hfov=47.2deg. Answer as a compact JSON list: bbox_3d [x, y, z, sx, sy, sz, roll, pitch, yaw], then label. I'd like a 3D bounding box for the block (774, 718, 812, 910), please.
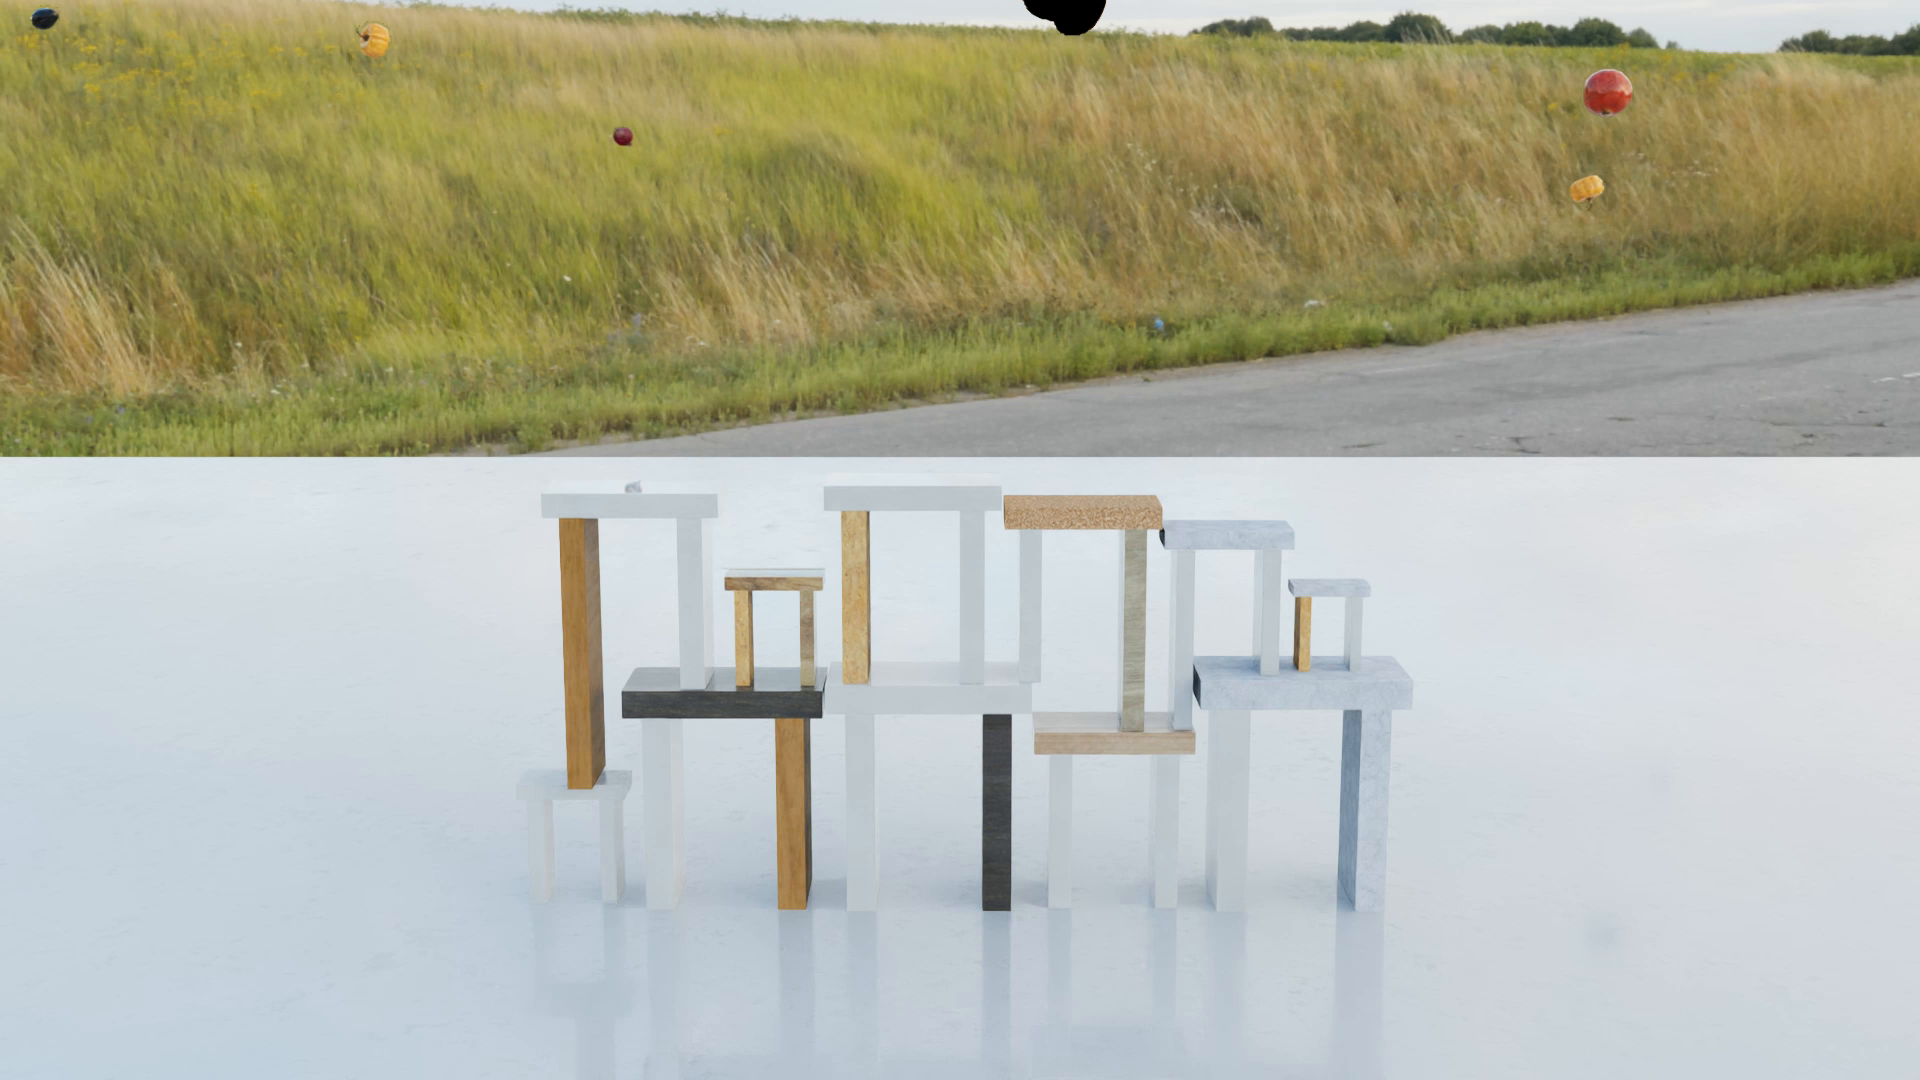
[{"bbox_3d":[-0.275,0.431,3.643,0.046,0.322,0.161,0,11,0],"label":"block"}]

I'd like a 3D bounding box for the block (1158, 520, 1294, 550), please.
[{"bbox_3d":[0.430,-0.009,3.557,0.207,0.029,0.103,0,11,0],"label":"block"}]

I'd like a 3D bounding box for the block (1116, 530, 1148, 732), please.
[{"bbox_3d":[0.280,0.135,3.585,0.035,0.331,0.125,0,11,0],"label":"block"}]

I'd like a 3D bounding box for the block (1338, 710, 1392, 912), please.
[{"bbox_3d":[0.668,0.424,3.636,0.048,0.339,0.170,0,11,0],"label":"block"}]

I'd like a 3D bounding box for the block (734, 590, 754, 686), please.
[{"bbox_3d":[-0.352,0.152,3.583,0.022,0.158,0.079,0,11,0],"label":"block"}]

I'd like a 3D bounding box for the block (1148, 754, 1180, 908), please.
[{"bbox_3d":[0.337,0.463,3.641,0.037,0.260,0.130,0,11,0],"label":"block"}]

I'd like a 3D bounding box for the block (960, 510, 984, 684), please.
[{"bbox_3d":[0.019,0.080,3.575,0.040,0.282,0.141,0,11,0],"label":"block"}]

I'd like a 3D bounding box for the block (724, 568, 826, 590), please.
[{"bbox_3d":[-0.299,0.063,3.567,0.158,0.022,0.079,0,11,0],"label":"block"}]

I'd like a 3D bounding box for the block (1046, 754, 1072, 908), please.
[{"bbox_3d":[0.164,0.463,3.641,0.037,0.260,0.130,0,11,0],"label":"block"}]

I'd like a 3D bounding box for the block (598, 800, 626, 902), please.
[{"bbox_3d":[-0.578,0.503,3.653,0.025,0.176,0.088,0,11,0],"label":"block"}]

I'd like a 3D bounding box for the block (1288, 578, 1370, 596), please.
[{"bbox_3d":[0.601,0.077,3.579,0.124,0.018,0.062,0,11,0],"label":"block"}]

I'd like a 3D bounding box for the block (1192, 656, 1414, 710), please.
[{"bbox_3d":[0.555,0.233,3.601,0.339,0.048,0.170,0,11,0],"label":"block"}]

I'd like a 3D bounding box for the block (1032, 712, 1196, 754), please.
[{"bbox_3d":[0.250,0.317,3.614,0.260,0.037,0.130,0,11,0],"label":"block"}]

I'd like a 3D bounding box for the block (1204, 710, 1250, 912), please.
[{"bbox_3d":[0.442,0.424,3.636,0.048,0.339,0.170,0,11,0],"label":"block"}]

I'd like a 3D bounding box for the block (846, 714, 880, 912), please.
[{"bbox_3d":[-0.161,0.427,3.638,0.047,0.331,0.166,0,11,0],"label":"block"}]

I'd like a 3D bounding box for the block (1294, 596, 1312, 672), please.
[{"bbox_3d":[0.559,0.147,3.592,0.018,0.124,0.062,0,11,0],"label":"block"}]

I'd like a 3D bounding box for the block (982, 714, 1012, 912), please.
[{"bbox_3d":[0.060,0.427,3.638,0.047,0.331,0.166,0,11,0],"label":"block"}]

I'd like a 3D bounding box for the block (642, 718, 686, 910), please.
[{"bbox_3d":[-0.489,0.431,3.643,0.046,0.322,0.161,0,11,0],"label":"block"}]

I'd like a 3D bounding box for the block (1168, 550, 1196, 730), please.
[{"bbox_3d":[0.361,0.152,3.586,0.029,0.297,0.103,0,11,0],"label":"block"}]

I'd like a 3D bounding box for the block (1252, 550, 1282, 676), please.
[{"bbox_3d":[0.499,0.108,3.578,0.029,0.207,0.104,0,11,0],"label":"block"}]

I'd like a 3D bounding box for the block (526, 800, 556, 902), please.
[{"bbox_3d":[-0.695,0.503,3.653,0.025,0.176,0.088,0,11,0],"label":"block"}]

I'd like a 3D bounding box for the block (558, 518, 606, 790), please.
[{"bbox_3d":[-0.616,0.172,3.593,0.040,0.446,0.140,0,11,0],"label":"block"}]

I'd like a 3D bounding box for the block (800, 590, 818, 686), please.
[{"bbox_3d":[-0.247,0.152,3.583,0.022,0.158,0.079,0,11,0],"label":"block"}]

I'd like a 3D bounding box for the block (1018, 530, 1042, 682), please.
[{"bbox_3d":[0.113,0.095,3.577,0.035,0.250,0.125,0,11,0],"label":"block"}]

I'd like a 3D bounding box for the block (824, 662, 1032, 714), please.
[{"bbox_3d":[-0.050,0.241,3.604,0.331,0.047,0.166,0,11,0],"label":"block"}]

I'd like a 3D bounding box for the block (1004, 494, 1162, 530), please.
[{"bbox_3d":[0.196,-0.045,3.551,0.250,0.035,0.125,0,11,0],"label":"block"}]

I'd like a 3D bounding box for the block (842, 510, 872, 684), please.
[{"bbox_3d":[-0.168,0.080,3.575,0.040,0.282,0.141,0,11,0],"label":"block"}]

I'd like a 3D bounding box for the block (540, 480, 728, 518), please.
[{"bbox_3d":[-0.523,-0.067,3.549,0.280,0.040,0.140,0,11,0],"label":"block"}]

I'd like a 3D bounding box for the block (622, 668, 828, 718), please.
[{"bbox_3d":[-0.382,0.250,3.610,0.322,0.046,0.161,0,11,0],"label":"block"}]

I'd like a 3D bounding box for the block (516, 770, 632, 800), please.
[{"bbox_3d":[-0.636,0.404,3.635,0.176,0.025,0.088,0,11,0],"label":"block"}]

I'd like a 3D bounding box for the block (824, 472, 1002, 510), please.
[{"bbox_3d":[-0.075,-0.079,3.546,0.282,0.040,0.141,0,11,0],"label":"block"}]

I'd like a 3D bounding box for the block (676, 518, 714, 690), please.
[{"bbox_3d":[-0.430,0.090,3.578,0.040,0.280,0.140,0,11,0],"label":"block"}]

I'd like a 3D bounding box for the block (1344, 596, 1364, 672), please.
[{"bbox_3d":[0.642,0.147,3.592,0.018,0.124,0.062,0,11,0],"label":"block"}]
